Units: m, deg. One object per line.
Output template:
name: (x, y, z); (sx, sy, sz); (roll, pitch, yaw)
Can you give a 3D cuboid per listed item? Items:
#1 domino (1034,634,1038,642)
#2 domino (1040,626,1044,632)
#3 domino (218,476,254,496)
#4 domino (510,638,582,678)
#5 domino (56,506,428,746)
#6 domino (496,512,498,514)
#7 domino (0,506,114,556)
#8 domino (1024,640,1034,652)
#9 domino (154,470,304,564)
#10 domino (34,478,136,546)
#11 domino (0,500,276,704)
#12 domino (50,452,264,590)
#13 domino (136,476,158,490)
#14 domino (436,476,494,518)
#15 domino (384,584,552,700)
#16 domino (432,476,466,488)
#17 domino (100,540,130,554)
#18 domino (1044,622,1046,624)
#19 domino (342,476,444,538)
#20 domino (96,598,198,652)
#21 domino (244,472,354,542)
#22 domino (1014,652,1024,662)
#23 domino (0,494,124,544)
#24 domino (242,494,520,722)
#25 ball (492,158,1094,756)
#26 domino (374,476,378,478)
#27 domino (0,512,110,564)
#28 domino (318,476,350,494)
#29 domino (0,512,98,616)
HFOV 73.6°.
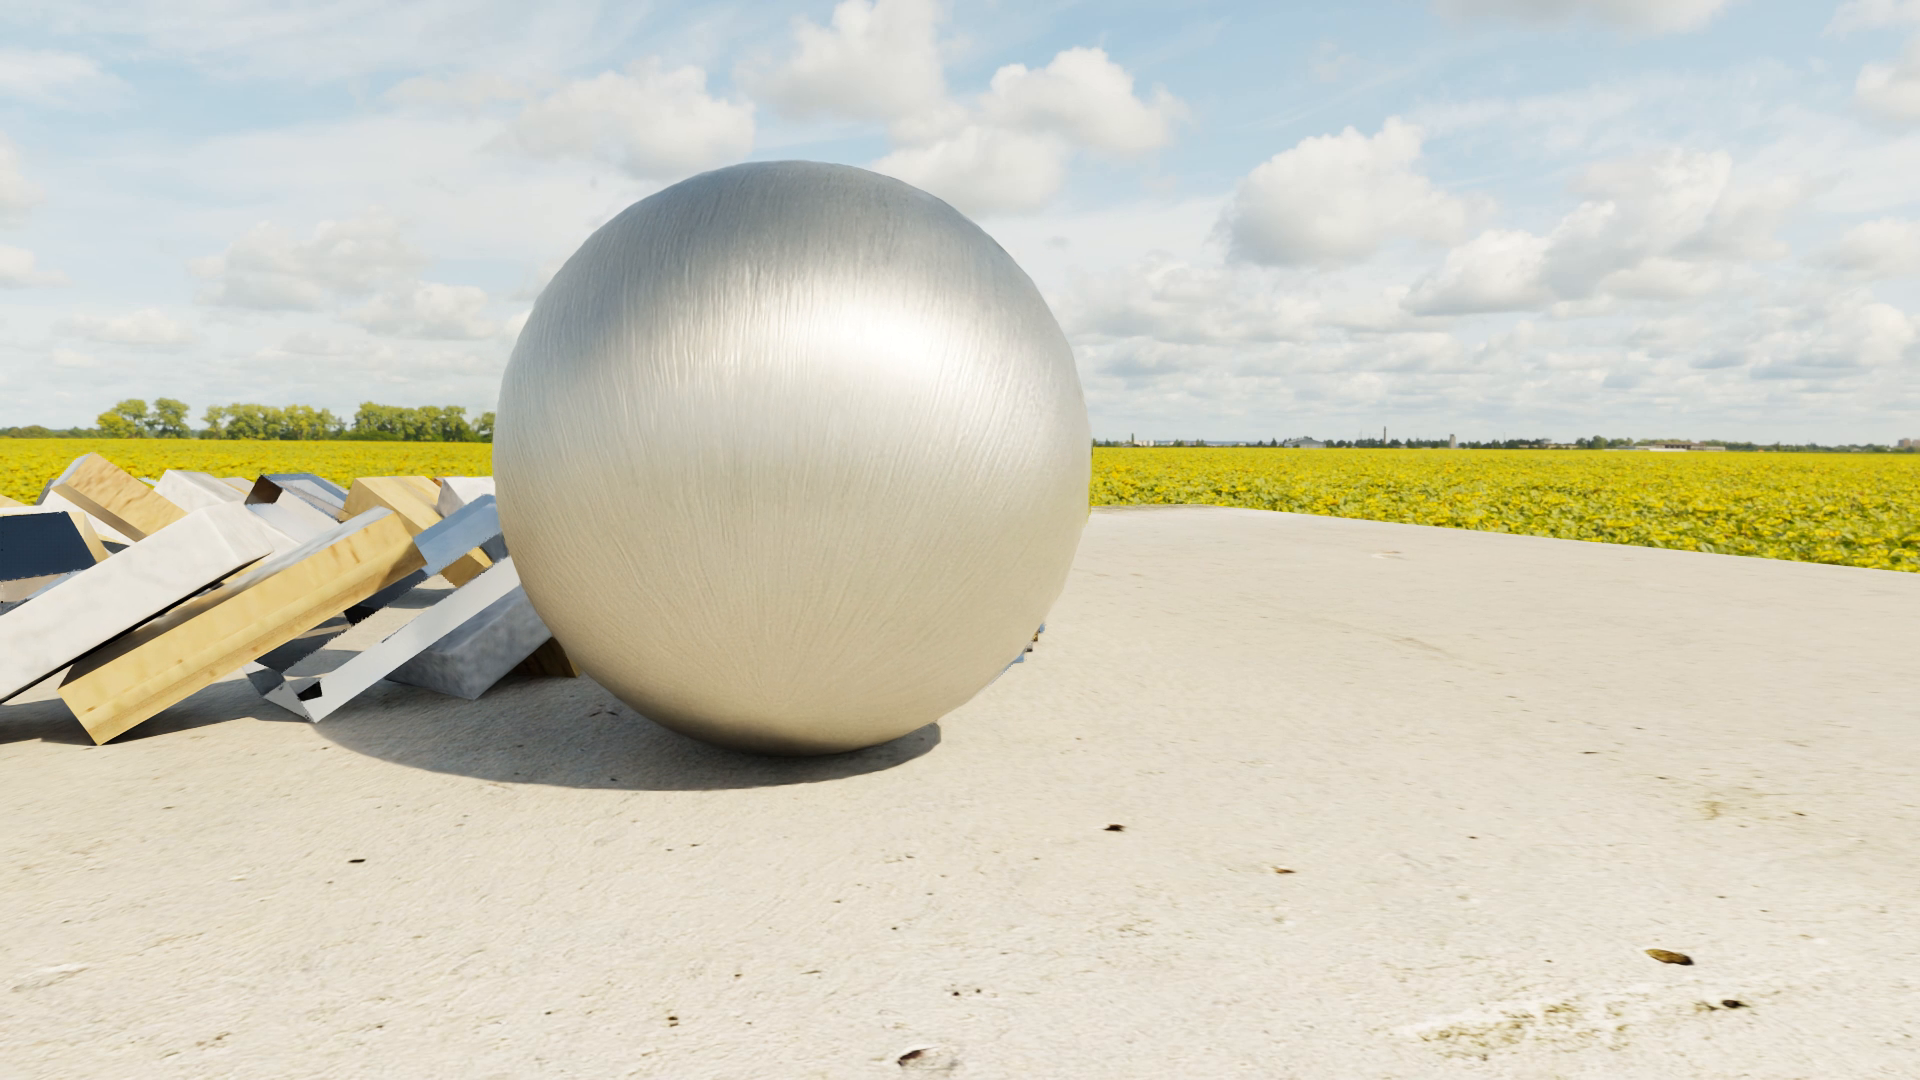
domino: (0.005, -0.001, 0.290); (0.025, 0.050, 0.010); (0, -39, 5)
domino: (0.008, -0.002, 0.303); (0.025, 0.050, 0.009); (1, -39, 5)
domino: (-0.218, -0.005, 0.422); (0.050, 0.010, 0.025); (27, -3, -15)
domino: (-0.074, 0.007, 0.255); (0.025, 0.009, 0.050); (2, 34, 22)
domino: (-0.111, 0.012, 0.200); (0.050, 0.010, 0.025); (-34, 19, -24)
domino: (-0.101, 0.001, 0.336); (0.025, 0.010, 0.050); (-3, 35, -37)
domino: (-0.197, 0.007, 0.274); (0.025, 0.010, 0.050); (-4, -19, -13)
domino: (0.004, 0.000, 0.277); (0.025, 0.050, 0.010); (0, -39, 5)
domino: (-0.187, -0.001, 0.344); (0.050, 0.010, 0.025); (32, -4, -9)
domino: (-0.253, -0.003, 0.394); (0.050, 0.010, 0.025); (32, -17, -36)
domino: (-0.129, 0.012, 0.188); (0.050, 0.010, 0.025); (-33, 13, -13)
domino: (-0.200, -0.002, 0.324); (0.025, 0.010, 0.050); (-2, -38, 48)
domino: (-0.237, -0.004, 0.410); (0.050, 0.010, 0.025); (29, -9, -25)
domino: (-0.119, 0.000, 0.349); (0.025, 0.010, 0.050); (-4, 36, -48)
domino: (-0.080, 0.008, 0.235); (0.025, 0.010, 0.050); (5, 35, 33)
domino: (-0.154, -0.006, 0.438); (0.050, 0.010, 0.025); (27, 4, -1)
domino: (-0.213, 0.006, 0.298); (0.025, 0.010, 0.050); (-14, -19, 28)
domino: (0.008, -0.002, 0.316); (0.025, 0.050, 0.010); (0, -39, 3)
domino: (-0.142, -0.001, 0.354); (0.050, 0.009, 0.025); (33, 15, 16)
domino: (-0.147, 0.018, 0.260); (0.050, 0.010, 0.025); (1, 4, 15)
domino: (-0.165, -0.001, 0.351); (0.050, 0.009, 0.025); (32, 5, 0)
domino: (0.001, 0.001, 0.264); (0.025, 0.050, 0.009); (0, -39, 5)
domino: (-0.267, -0.001, 0.376); (0.025, 0.009, 0.050); (4, -22, 41)
domino: (-0.093, 0.010, 0.217); (0.025, 0.010, 0.050); (6, 37, 44)
ball: (-0.022, -0.011, 0.176); (0.080, 0.080, 0.080); (0, 4, 0)
domino: (-0.176, -0.006, 0.436); (0.050, 0.010, 0.025); (27, 3, -4)
domino: (-0.184, 0.009, 0.255); (0.025, 0.009, 0.050); (-3, -19, -25)
domino: (-0.197, -0.005, 0.430); (0.050, 0.009, 0.025); (27, 0, -10)
domino: (-0.151, 0.013, 0.177); (0.050, 0.010, 0.025); (-29, 2, 6)
